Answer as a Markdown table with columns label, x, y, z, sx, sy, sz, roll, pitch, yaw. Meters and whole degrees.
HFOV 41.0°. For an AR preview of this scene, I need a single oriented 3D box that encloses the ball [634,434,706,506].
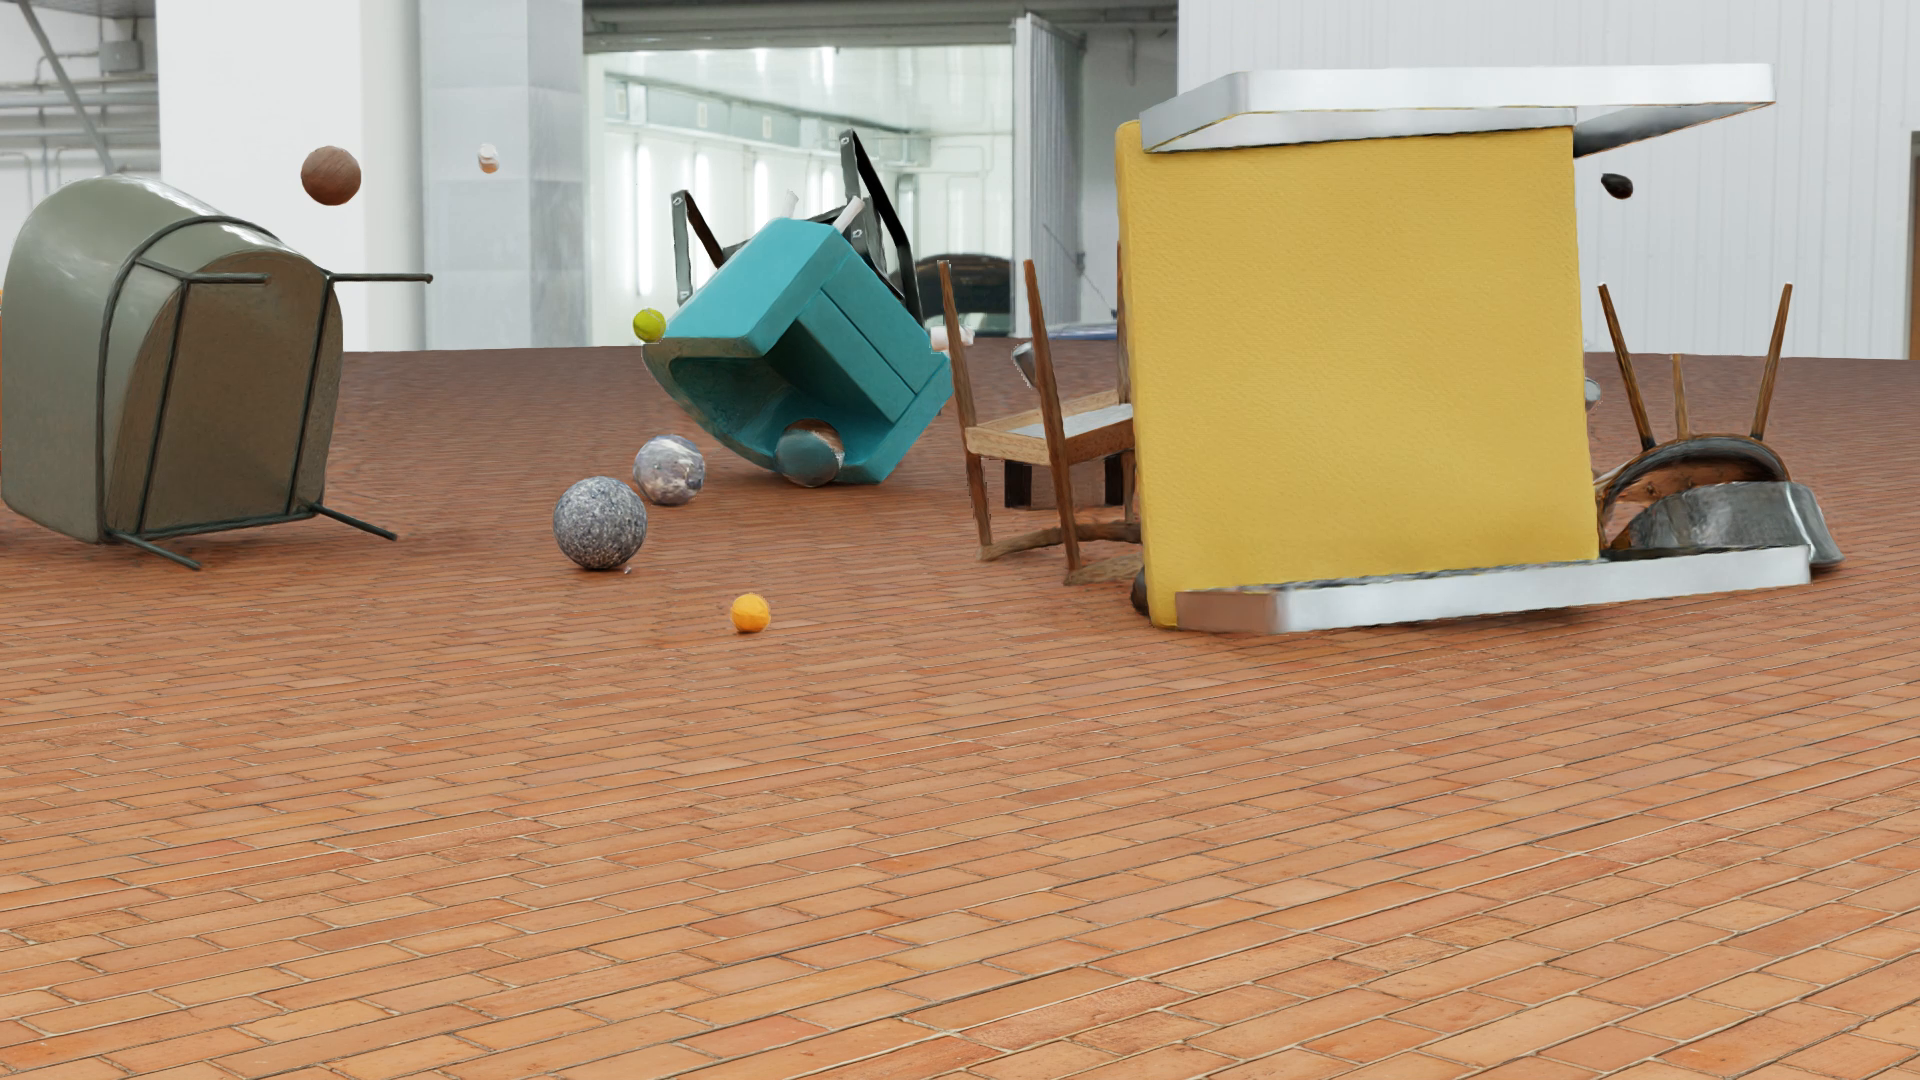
| label | x | y | z | sx | sy | sz | roll | pitch | yaw |
| --- | --- | --- | --- | --- | --- | --- | --- | --- | --- |
| ball | -0.832 | -0.199 | 7.342 | 0.205 | 0.205 | 0.205 | 0 | 6 | 0 |

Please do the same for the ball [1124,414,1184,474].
| label | x | y | z | sx | sy | sz | roll | pitch | yaw |
| --- | --- | --- | --- | --- | --- | --- | --- | --- | --- |
| ball | 0.644 | -0.320 | 8.533 | 0.203 | 0.203 | 0.203 | 0 | 6 | 0 |

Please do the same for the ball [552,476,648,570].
| label | x | y | z | sx | sy | sz | roll | pitch | yaw |
| --- | --- | --- | --- | --- | --- | --- | --- | --- | --- |
| ball | -0.808 | -0.039 | 5.763 | 0.210 | 0.210 | 0.210 | 0 | 6 | 0 |

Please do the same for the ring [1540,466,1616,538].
| label | x | y | z | sx | sy | sz | roll | pitch | yaw |
| --- | --- | --- | --- | --- | --- | --- | --- | --- | --- |
| ring | 1.568 | -0.097 | 6.507 | 0.187 | 0.223 | 0.068 | 15 | -34 | 15 |

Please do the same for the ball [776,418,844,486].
| label | x | y | z | sx | sy | sz | roll | pitch | yaw |
| --- | --- | --- | --- | --- | --- | --- | --- | --- | --- |
| ball | -0.469 | -0.274 | 8.021 | 0.215 | 0.215 | 0.215 | 0 | 6 | 0 |

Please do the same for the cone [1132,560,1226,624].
| label | x | y | z | sx | sy | sz | roll | pitch | yaw |
| --- | --- | --- | --- | --- | --- | --- | --- | --- | --- |
| cone | 0.439 | 0.126 | 4.920 | 0.191 | 0.110 | 0.126 | 26 | -19 | 37 |

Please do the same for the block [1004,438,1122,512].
| label | x | y | z | sx | sy | sz | roll | pitch | yaw |
| --- | --- | --- | --- | --- | --- | --- | --- | --- | --- |
| block | 0.296 | -0.190 | 7.330 | 0.310 | 0.190 | 0.140 | -4 | 7 | -31 |

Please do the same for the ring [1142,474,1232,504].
| label | x | y | z | sx | sy | sz | roll | pitch | yaw |
| --- | --- | --- | --- | --- | --- | --- | --- | --- | --- |
| ring | 0.673 | -0.154 | 7.602 | 0.248 | 0.063 | 0.487 | -1 | 6 | -9 |
